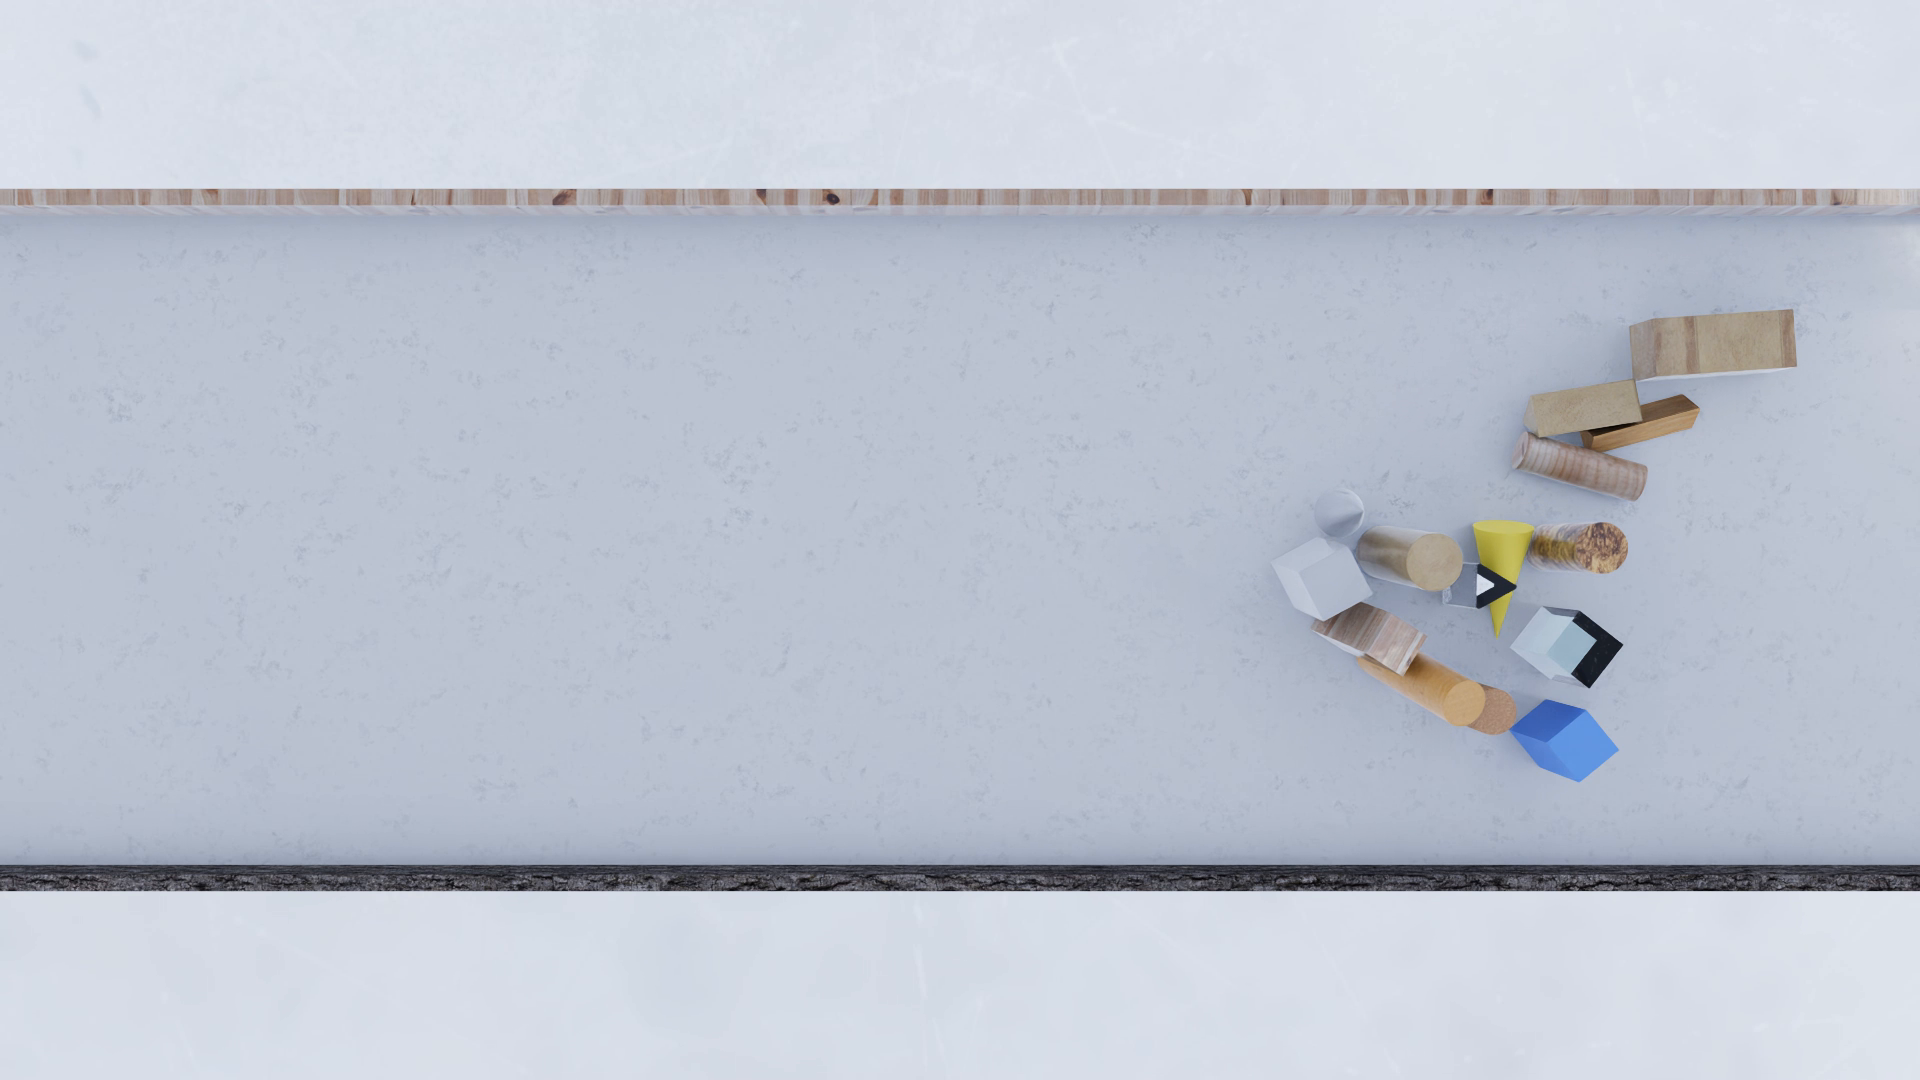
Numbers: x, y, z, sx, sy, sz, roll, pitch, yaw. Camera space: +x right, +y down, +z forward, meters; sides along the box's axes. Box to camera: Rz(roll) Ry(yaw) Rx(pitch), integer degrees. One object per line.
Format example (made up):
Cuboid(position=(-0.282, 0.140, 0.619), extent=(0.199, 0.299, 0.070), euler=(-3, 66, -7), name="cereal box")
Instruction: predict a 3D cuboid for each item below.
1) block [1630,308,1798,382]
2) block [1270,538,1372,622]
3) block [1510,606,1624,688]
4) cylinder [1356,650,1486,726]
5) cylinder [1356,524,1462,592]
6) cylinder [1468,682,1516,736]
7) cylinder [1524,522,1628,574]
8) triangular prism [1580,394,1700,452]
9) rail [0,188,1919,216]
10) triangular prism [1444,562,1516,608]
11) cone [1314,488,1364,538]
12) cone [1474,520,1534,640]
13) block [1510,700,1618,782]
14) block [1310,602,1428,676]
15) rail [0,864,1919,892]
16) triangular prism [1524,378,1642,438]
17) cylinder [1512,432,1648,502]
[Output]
Cuboid(position=(2.275, -0.587, 4.990), extent=(0.419, 0.173, 0.173), euler=(-4, 90, 0), name="block")
Cuboid(position=(1.069, 0.112, 4.896), extent=(0.161, 0.349, 0.161), euler=(-28, 95, 0), name="block")
Cuboid(position=(1.805, 0.317, 4.922), extent=(0.162, 0.310, 0.162), euler=(38, 90, 0), name="block")
Cuboid(position=(1.345, 0.401, 4.840), extent=(0.137, 0.457, 0.137), euler=(-5, 106, -18), name="cylinder")
Cuboid(position=(1.318, 0.049, 4.858), extent=(0.165, 0.421, 0.165), euler=(0, 94, -6), name="cylinder")
Cuboid(position=(1.514, 0.485, 4.889), extent=(0.133, 0.367, 0.133), euler=(0, 92, -3), name="cylinder")
Cuboid(position=(1.802, 0.023, 4.851), extent=(0.145, 0.451, 0.145), euler=(0, 90, 0), name="cylinder")
Cuboid(position=(2.075, -0.353, 5.028), extent=(0.333, 0.092, 0.106), euler=(-15, 90, 0), name="triangular prism")
Cuboid(position=(-2.247, -1.025, 5.002), extent=(12.000, 0.150, 0.050), euler=(0, 90, 0), name="rail")
Cuboid(position=(1.519, 0.117, 4.910), extent=(0.130, 0.332, 0.113), euler=(-29, 90, 0), name="triangular prism")
Cuboid(position=(1.167, -0.084, 4.922), extent=(0.154, 0.309, 0.154), euler=(0, 90, 0), name="cone")
Cuboid(position=(1.648, 0.135, 5.033), extent=(0.178, 0.178, 0.361), euler=(-1, 104, 0), name="cone")
Cuboid(position=(1.794, 0.594, 4.912), extent=(0.149, 0.328, 0.149), euler=(-39, 90, 0), name="block")
Cuboid(position=(1.201, 0.273, 4.873), extent=(0.135, 0.387, 0.135), euler=(31, 90, -14), name="block")
Cuboid(position=(-2.247, 1.025, 5.001), extent=(12.000, 0.150, 0.050), euler=(0, 90, 0), name="rail")
Cuboid(position=(1.890, -0.380, 4.993), extent=(0.316, 0.128, 0.111), euler=(-9, 55, 0), name="triangular prism")
Cuboid(position=(1.883, -0.223, 5.018), extent=(0.374, 0.118, 0.118), euler=(16, 90, 0), name="cylinder")
